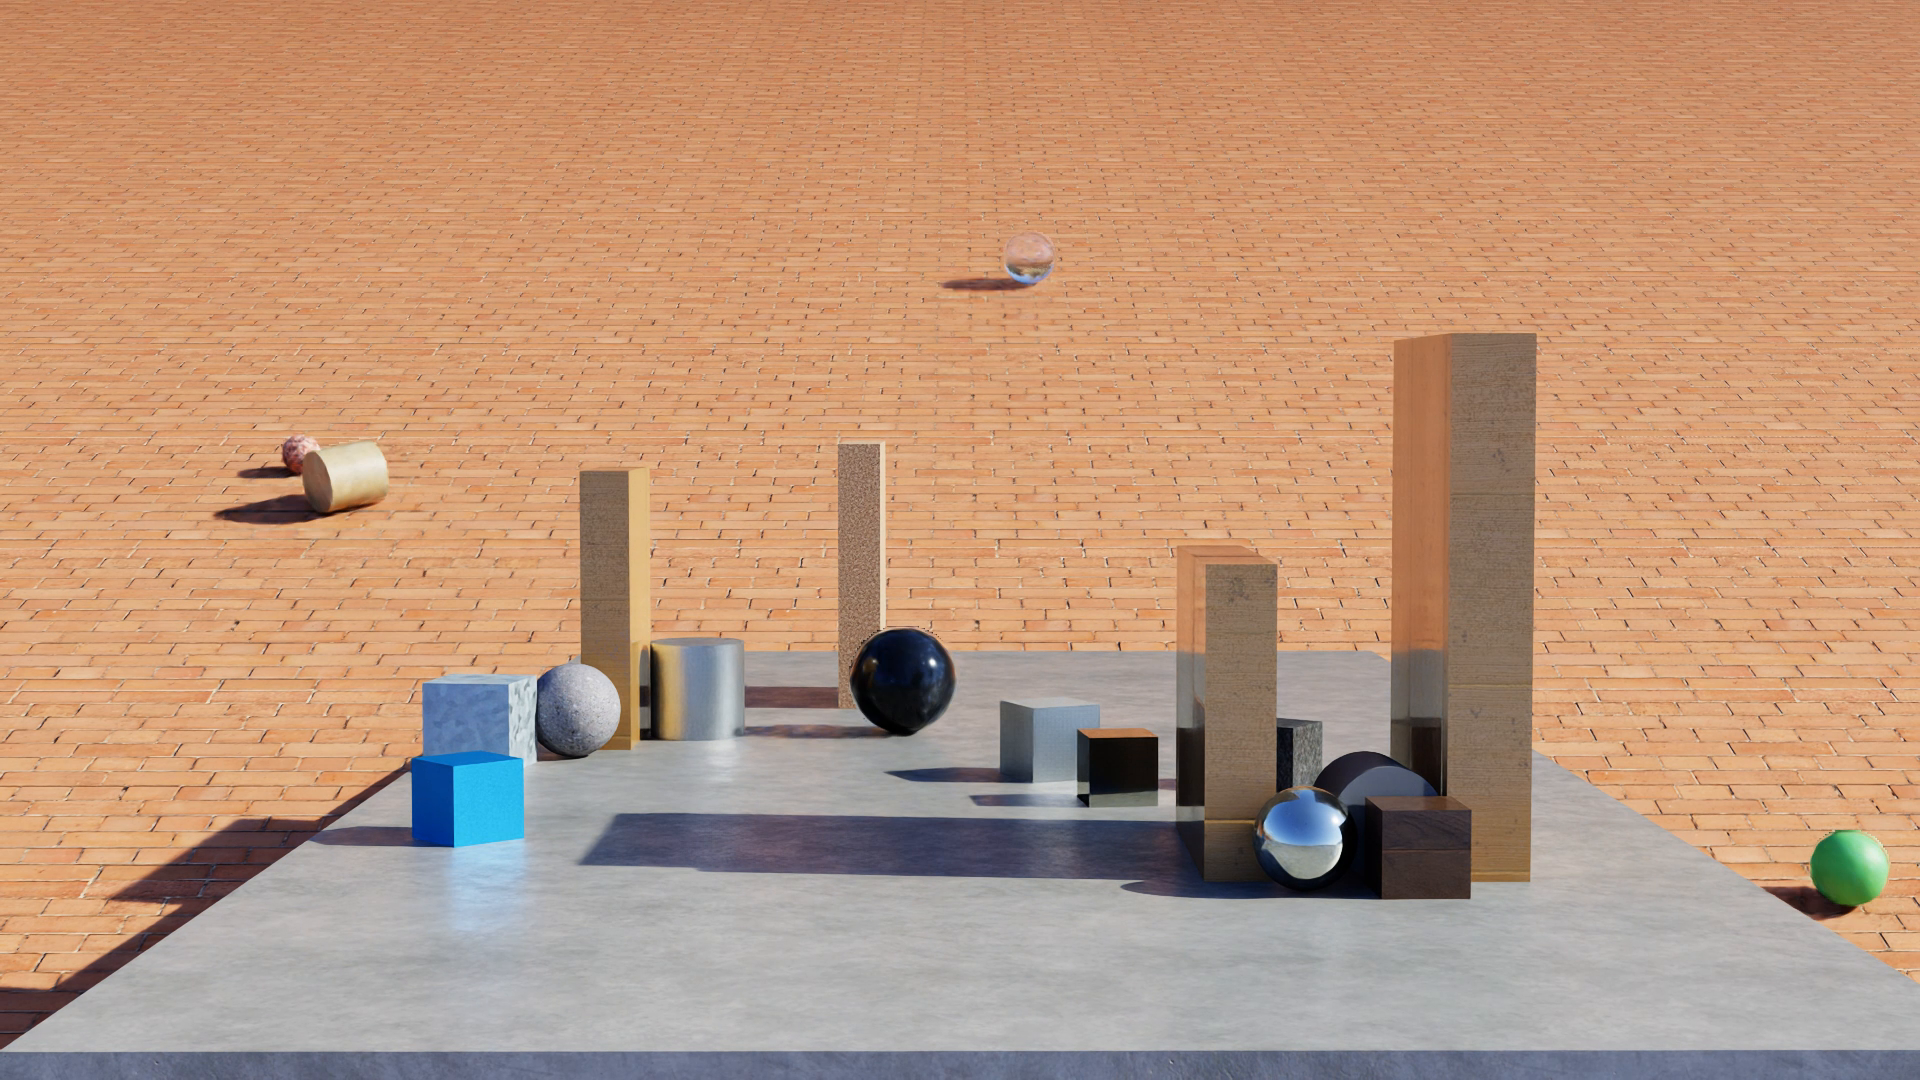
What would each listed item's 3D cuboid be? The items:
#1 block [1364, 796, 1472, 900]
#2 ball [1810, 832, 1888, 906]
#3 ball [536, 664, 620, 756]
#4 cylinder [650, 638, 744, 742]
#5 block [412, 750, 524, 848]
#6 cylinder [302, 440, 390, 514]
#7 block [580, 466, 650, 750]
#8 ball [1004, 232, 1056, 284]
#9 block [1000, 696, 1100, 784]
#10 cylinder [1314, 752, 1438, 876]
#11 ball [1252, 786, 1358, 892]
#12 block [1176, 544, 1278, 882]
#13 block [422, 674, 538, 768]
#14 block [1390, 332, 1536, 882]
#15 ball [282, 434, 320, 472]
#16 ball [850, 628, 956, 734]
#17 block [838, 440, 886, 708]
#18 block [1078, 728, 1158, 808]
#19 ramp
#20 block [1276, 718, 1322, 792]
[{"bbox_3d":[0.596,0.400,3.349,0.115,0.115,0.115,0,3,-2],"label":"block"},{"bbox_3d":[1.895,0.701,5.478,0.159,0.159,0.159,0,21,0],"label":"ball"},{"bbox_3d":[-0.692,0.305,4.606,0.168,0.168,0.168,0,21,0],"label":"ball"},{"bbox_3d":[-0.500,0.283,4.897,0.179,0.179,0.179,0,3,0],"label":"cylinder"},{"bbox_3d":[-0.720,0.377,3.757,0.117,0.117,0.117,-3,4,-42],"label":"block"},{"bbox_3d":[-1.853,-0.191,7.749,0.189,0.189,0.189,-15,26,-39],"label":"cylinder"},{"bbox_3d":[-0.647,0.121,4.838,0.090,0.510,0.316,0,3,0],"label":"block"},{"bbox_3d":[0.273,-1.110,10.132,0.203,0.203,0.203,0,21,0],"label":"ball"},{"bbox_3d":[0.152,0.338,4.365,0.126,0.126,0.126,-2,4,-25],"label":"block"},{"bbox_3d":[0.564,0.373,3.486,0.154,0.154,0.154,-1,3,-3],"label":"cylinder"},{"bbox_3d":[0.450,0.389,3.352,0.137,0.137,0.137,0,21,0],"label":"ball"},{"bbox_3d":[0.372,0.231,3.625,0.095,0.423,0.441,0,3,0],"label":"block"},{"bbox_3d":[-0.835,0.319,4.478,0.154,0.154,0.154,0,3,8],"label":"block"},{"bbox_3d":[0.701,0.079,3.613,0.112,0.727,0.444,0,3,0],"label":"block"},{"bbox_3d":[-2.066,-0.270,8.062,0.119,0.119,0.119,0,21,0],"label":"ball"},{"bbox_3d":[-0.109,0.269,4.926,0.203,0.203,0.203,0,21,0],"label":"ball"},{"bbox_3d":[-0.208,0.065,5.492,0.087,0.547,0.386,0,3,0],"label":"block"},{"bbox_3d":[0.250,0.362,4.090,0.110,0.110,0.110,0,3,-8],"label":"block"},{"bbox_3d":[0.049,0.442,4.532,2.000,0.100,4.000,0,3,0],"label":"ramp"},{"bbox_3d":[0.527,0.354,4.246,0.107,0.107,0.107,2,4,34],"label":"block"}]
